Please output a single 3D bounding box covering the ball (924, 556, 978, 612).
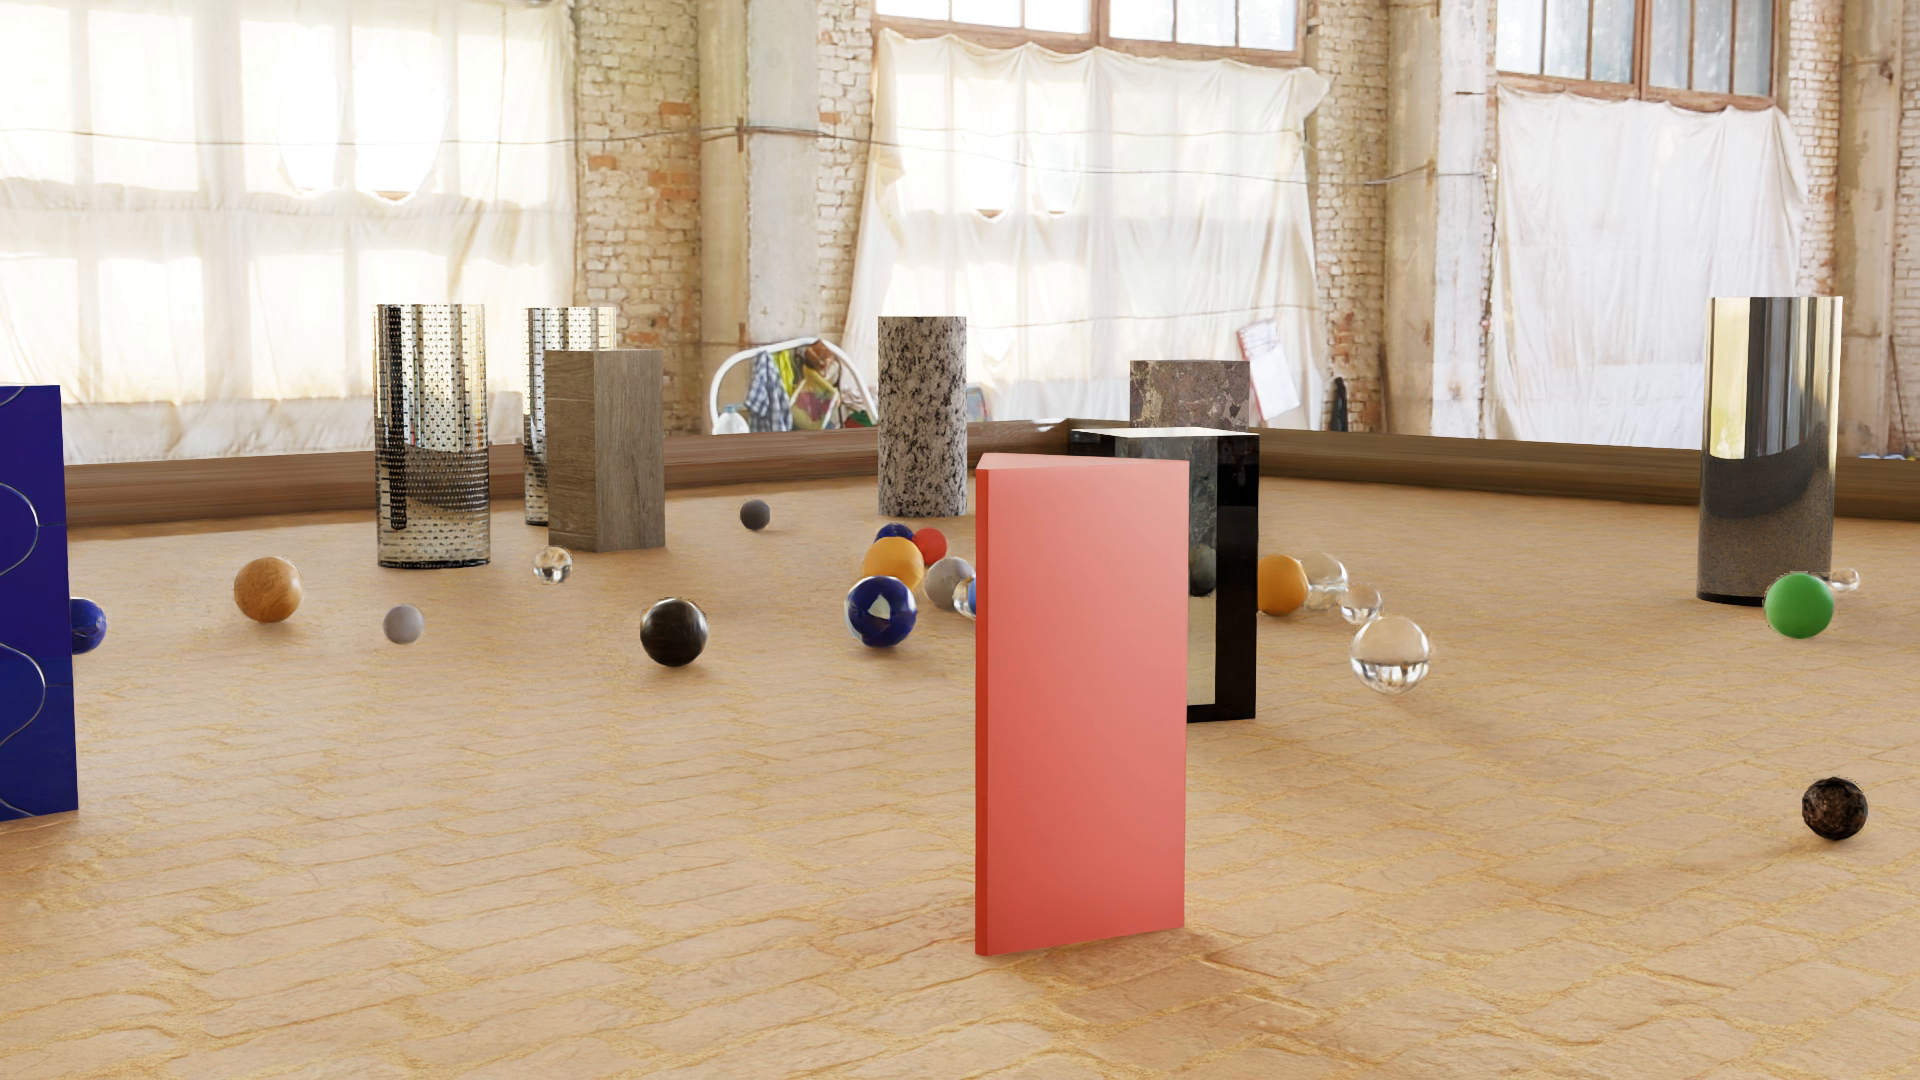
[{"bbox_3d":[-0.012,0.065,3.251,0.081,0.081,0.081,0,6,0],"label":"ball"}]

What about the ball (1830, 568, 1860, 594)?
[{"bbox_3d":[1.348,0.062,3.348,0.041,0.041,0.041,0,6,0],"label":"ball"}]

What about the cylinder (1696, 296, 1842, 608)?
[{"bbox_3d":[1.237,-0.139,3.367,0.194,0.463,0.194,0,6,0],"label":"cylinder"}]

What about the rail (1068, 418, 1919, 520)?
[{"bbox_3d":[1.722,-0.133,4.912,0.045,0.126,4.199,-5,8,-42],"label":"rail"}]

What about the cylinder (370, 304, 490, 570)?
[{"bbox_3d":[-0.925,-0.185,3.849,0.194,0.454,0.194,0,6,0],"label":"cylinder"}]

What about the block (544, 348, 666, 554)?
[{"bbox_3d":[-0.665,-0.171,4.121,0.155,0.369,0.155,-6,8,-44],"label":"block"}]

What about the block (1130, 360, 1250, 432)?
[{"bbox_3d":[0.416,-0.150,4.007,0.155,0.352,0.155,-3,7,-29],"label":"block"}]

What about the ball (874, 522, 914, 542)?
[{"bbox_3d":[-0.114,0.005,3.868,0.072,0.072,0.072,0,6,0],"label":"ball"}]

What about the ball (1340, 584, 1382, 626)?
[{"bbox_3d":[0.566,0.091,3.104,0.059,0.059,0.059,0,6,0],"label":"ball"}]

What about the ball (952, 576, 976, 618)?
[{"bbox_3d":[0.020,0.083,3.179,0.060,0.060,0.060,0,6,0],"label":"ball"}]

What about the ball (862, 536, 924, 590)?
[{"bbox_3d":[-0.103,0.041,3.405,0.096,0.096,0.096,0,6,0],"label":"ball"}]

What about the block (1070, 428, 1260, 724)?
[{"bbox_3d":[0.223,0.036,2.431,0.155,0.310,0.155,-2,6,-20],"label":"block"}]

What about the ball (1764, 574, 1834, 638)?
[{"bbox_3d":[1.139,0.089,2.984,0.089,0.089,0.089,0,6,0],"label":"ball"}]

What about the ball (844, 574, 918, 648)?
[{"bbox_3d":[-0.105,0.094,2.896,0.097,0.097,0.097,0,6,0],"label":"ball"}]

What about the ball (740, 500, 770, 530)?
[{"bbox_3d":[-0.414,-0.051,4.444,0.063,0.063,0.063,0,6,0],"label":"ball"}]

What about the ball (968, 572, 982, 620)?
[{"bbox_3d":[0.050,0.080,3.117,0.079,0.079,0.079,0,6,0],"label":"ball"}]

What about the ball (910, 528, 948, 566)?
[{"bbox_3d":[-0.054,0.011,3.834,0.066,0.066,0.066,0,6,0],"label":"ball"}]

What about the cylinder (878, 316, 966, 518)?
[{"bbox_3d":[-0.082,-0.272,4.792,0.194,0.430,0.194,0,6,0],"label":"cylinder"}]

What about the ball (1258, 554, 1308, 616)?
[{"bbox_3d":[0.462,0.066,3.203,0.090,0.090,0.090,0,6,0],"label":"ball"}]

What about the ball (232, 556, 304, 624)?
[{"bbox_3d":[-0.982,0.071,3.124,0.096,0.096,0.096,0,6,0],"label":"ball"}]

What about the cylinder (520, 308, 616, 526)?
[{"bbox_3d":[-0.813,-0.260,4.584,0.194,0.449,0.194,0,6,0],"label":"cylinder"}]

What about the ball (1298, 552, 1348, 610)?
[{"bbox_3d":[0.531,0.062,3.258,0.086,0.086,0.086,0,6,0],"label":"ball"}]

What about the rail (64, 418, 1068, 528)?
[{"bbox_3d":[-1.408,-0.126,4.849,4.734,0.126,0.045,-5,8,-42],"label":"rail"}]

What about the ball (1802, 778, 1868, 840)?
[{"bbox_3d":[0.736,0.226,1.851,0.052,0.052,0.052,0,6,0],"label":"ball"}]

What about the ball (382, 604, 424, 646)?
[{"bbox_3d":[-0.740,0.113,2.923,0.054,0.054,0.054,0,6,0],"label":"ball"}]

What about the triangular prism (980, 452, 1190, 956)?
[{"bbox_3d":[0.055,0.109,1.605,0.168,0.337,0.146,-3,7,-27],"label":"triangular prism"}]

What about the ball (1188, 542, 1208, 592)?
[{"bbox_3d":[0.350,0.042,3.472,0.081,0.081,0.081,0,6,0],"label":"ball"}]

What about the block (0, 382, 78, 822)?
[{"bbox_3d":[-0.897,0.052,1.946,0.155,0.379,0.155,-6,8,-44],"label":"block"}]

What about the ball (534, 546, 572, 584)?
[{"bbox_3d":[-0.660,0.041,3.565,0.062,0.062,0.062,0,6,0],"label":"ball"}]

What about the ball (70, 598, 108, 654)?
[{"bbox_3d":[-1.142,0.111,2.842,0.075,0.075,0.075,0,6,0],"label":"ball"}]

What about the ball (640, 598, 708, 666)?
[{"bbox_3d":[-0.357,0.116,2.747,0.085,0.085,0.085,0,6,0],"label":"ball"}]

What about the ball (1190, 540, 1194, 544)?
[{"bbox_3d":[0.377,0.020,3.792,0.058,0.058,0.058,0,6,0],"label":"ball"}]

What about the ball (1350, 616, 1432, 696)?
[{"bbox_3d":[0.498,0.134,2.543,0.092,0.092,0.092,0,6,0],"label":"ball"}]
